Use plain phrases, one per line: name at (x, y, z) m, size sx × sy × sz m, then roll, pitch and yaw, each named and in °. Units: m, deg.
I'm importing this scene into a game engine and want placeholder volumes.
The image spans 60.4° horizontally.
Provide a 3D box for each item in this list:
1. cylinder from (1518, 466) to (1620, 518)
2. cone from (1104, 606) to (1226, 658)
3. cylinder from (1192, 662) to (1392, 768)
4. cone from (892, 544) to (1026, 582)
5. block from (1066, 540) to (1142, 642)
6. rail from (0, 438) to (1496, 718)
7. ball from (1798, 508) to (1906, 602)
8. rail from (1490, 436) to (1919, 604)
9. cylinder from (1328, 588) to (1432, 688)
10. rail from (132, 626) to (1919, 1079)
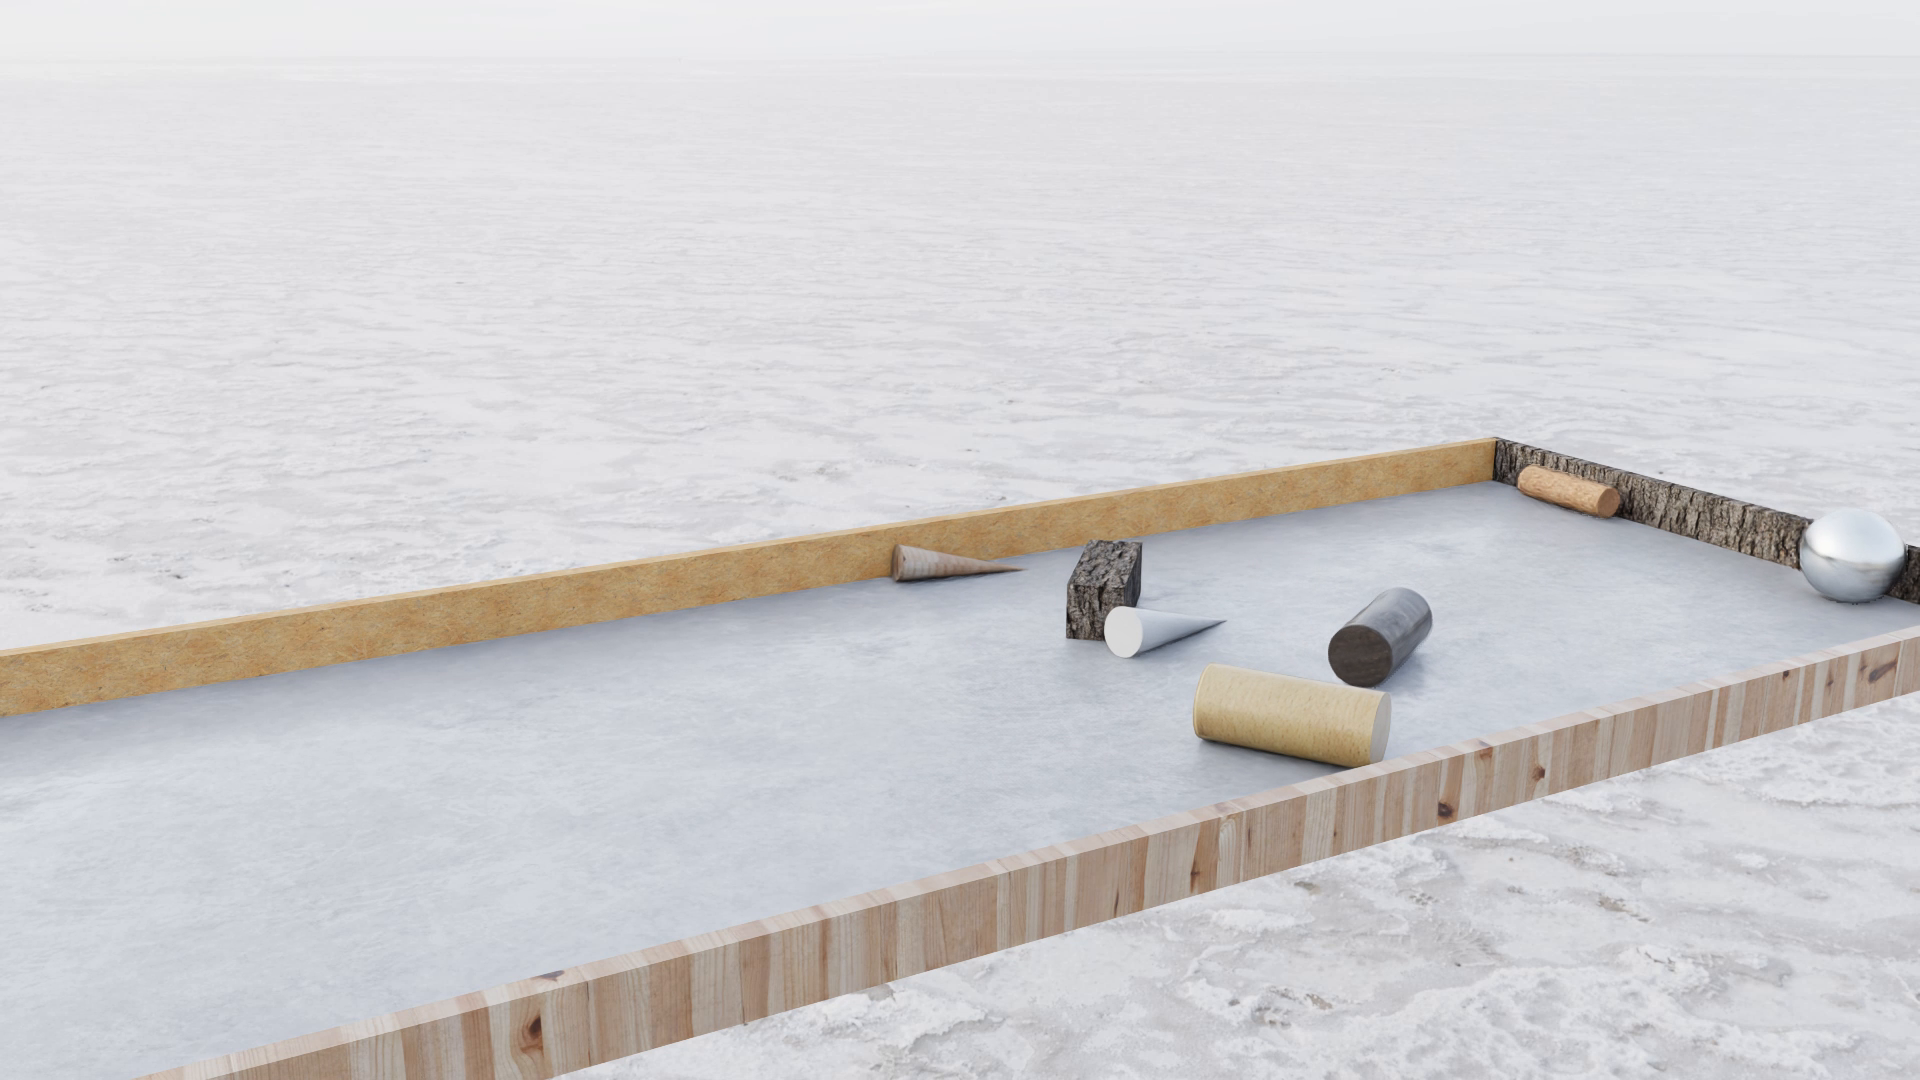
cylinder at (2.111, -0.168, 5.733) m, size 0.108 × 0.108 × 0.352 m, roll -9°, pitch 18°, yaw -27°
cone at (0.587, 0.232, 4.447) m, size 0.435 × 0.134 × 0.134 m, roll -3°, pitch 14°, yaw -42°
cylinder at (0.744, 0.394, 3.700) m, size 0.402 × 0.178 × 0.178 m, roll 8°, pitch 18°, yaw 27°
cone at (0.011, 0.079, 4.983) m, size 0.422 × 0.115 × 0.115 m, roll 3°, pitch 15°, yaw -18°
block at (0.407, 0.137, 4.617) m, size 0.154 × 0.154 × 0.435 m, roll 4°, pitch 17°, yaw 12°
rail at (-3.305, 0.497, 3.399) m, size 12.000 × 0.150 × 0.050 m, roll -9°, pitch 18°, yaw -27°
ball at (2.557, 0.043, 4.731) m, size 0.270 × 0.270 × 0.270 m, roll 0°, pitch 16°, yaw 0°
rail at (2.466, -0.048, 5.253) m, size 0.050 × 0.150 × 2.100 m, roll -9°, pitch 18°, yaw -27°
cylinder at (1.080, 0.246, 4.229) m, size 0.163 × 0.163 × 0.354 m, roll 10°, pitch 19°, yaw 30°
rail at (-2.336, 1.006, 1.665) m, size 12.000 × 0.150 × 0.050 m, roll -9°, pitch 18°, yaw -27°
